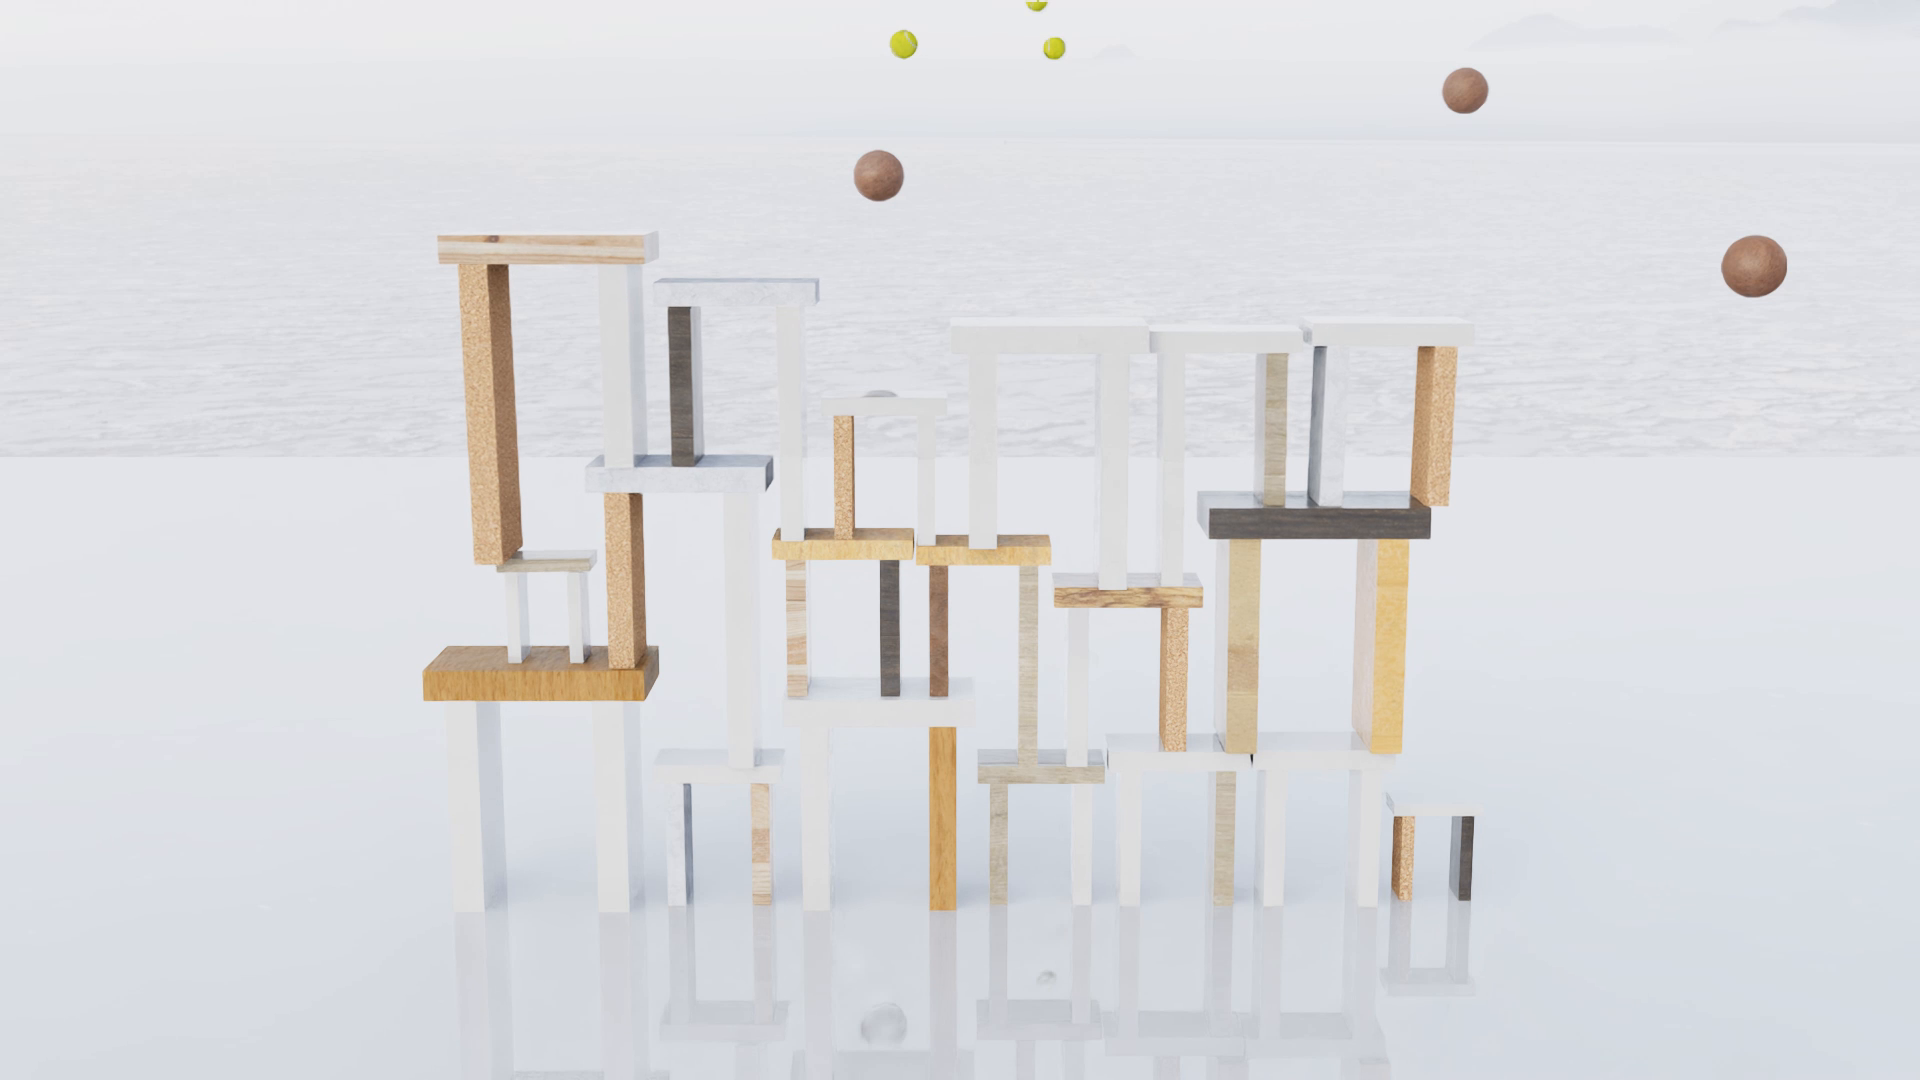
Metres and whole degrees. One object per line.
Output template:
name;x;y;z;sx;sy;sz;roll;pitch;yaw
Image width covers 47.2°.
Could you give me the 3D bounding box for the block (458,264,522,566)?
block;-0.750;-0.208;3.519;0.045;0.473;0.159;-1;11;0

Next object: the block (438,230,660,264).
block;-0.646;-0.463;3.472;0.319;0.045;0.159;0;11;0

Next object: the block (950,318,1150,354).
block;0.140;-0.326;3.497;0.310;0.044;0.155;0;11;0

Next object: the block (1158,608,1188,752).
block;0.350;0.215;3.600;0.034;0.238;0.119;0;11;0

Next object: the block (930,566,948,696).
block;-0.034;0.137;3.581;0.031;0.216;0.108;0;11;0

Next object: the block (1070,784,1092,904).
block;0.201;0.489;3.647;0.029;0.207;0.104;0;11;0

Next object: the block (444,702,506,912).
block;-0.799;0.416;3.637;0.050;0.354;0.177;0;11;0

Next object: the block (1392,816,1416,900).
block;0.737;0.518;3.657;0.021;0.146;0.073;0;11;0

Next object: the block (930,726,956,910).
block;-0.028;0.438;3.637;0.044;0.310;0.155;0;11;0

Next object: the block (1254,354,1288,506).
block;0.499;-0.185;3.532;0.034;0.242;0.121;0;10;0

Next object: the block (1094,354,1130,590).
block;0.243;-0.120;3.536;0.044;0.375;0.155;0;11;0

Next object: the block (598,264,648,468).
block;-0.536;-0.284;3.507;0.045;0.319;0.159;0;11;0

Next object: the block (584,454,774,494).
block;-0.449;-0.107;3.539;0.285;0.040;0.143;0;11;1

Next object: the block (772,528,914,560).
block;-0.188;0.006;3.559;0.225;0.032;0.113;0;11;0

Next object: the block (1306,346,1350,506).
block;0.590;-0.190;3.524;0.036;0.254;0.127;1;10;0

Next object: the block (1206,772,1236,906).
block;0.432;0.478;3.645;0.033;0.230;0.115;0;11;0

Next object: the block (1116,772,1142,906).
block;0.279;0.478;3.645;0.033;0.230;0.115;0;11;0

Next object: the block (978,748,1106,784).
block;0.132;0.373;3.625;0.207;0.029;0.103;0;11;0

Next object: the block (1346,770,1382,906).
block;0.669;0.476;3.644;0.033;0.232;0.116;0;10;0

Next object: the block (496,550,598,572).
block;-0.670;0.034;3.565;0.150;0.021;0.075;-1;11;0

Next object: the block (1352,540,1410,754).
block;0.686;0.156;3.594;0.050;0.351;0.175;0;10;0

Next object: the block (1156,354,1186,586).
block;0.338;-0.120;3.542;0.034;0.374;0.121;0;11;1

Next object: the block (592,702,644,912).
block;-0.564;0.416;3.637;0.050;0.354;0.177;0;11;0

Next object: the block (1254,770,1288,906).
block;0.514;0.476;3.644;0.033;0.232;0.116;0;10;0

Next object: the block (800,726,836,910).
block;-0.234;0.438;3.637;0.044;0.310;0.155;0;11;0

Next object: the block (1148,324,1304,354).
block;0.417;-0.321;3.505;0.242;0.034;0.121;0;11;0

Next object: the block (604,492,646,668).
block;-0.543;0.052;3.571;0.040;0.285;0.143;0;11;0

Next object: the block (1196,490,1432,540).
block;0.568;-0.041;3.558;0.351;0.050;0.175;0;10;0

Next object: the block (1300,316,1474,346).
block;0.677;-0.332;3.498;0.254;0.036;0.127;0;10;-1

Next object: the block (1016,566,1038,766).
block;0.110;0.195;3.592;0.031;0.333;0.108;0;11;0

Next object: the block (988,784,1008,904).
block;0.063;0.489;3.647;0.029;0.207;0.103;0;11;0

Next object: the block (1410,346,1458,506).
block;0.759;-0.189;3.525;0.036;0.254;0.127;1;10;0

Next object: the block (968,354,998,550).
block;0.036;-0.152;3.529;0.044;0.310;0.155;0;11;0

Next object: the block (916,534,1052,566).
block;0.038;0.016;3.559;0.216;0.031;0.108;0;11;0

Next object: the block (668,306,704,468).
block;-0.437;-0.251;3.509;0.036;0.253;0.126;0;11;1

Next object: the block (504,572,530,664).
block;-0.721;0.119;3.583;0.021;0.150;0.075;-1;11;0

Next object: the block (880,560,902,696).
block;-0.112;0.132;3.583;0.032;0.225;0.113;0;11;0

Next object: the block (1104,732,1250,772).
block;0.356;0.349;3.622;0.230;0.033;0.115;0;11;0

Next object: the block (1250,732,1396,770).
block;0.591;0.346;3.620;0.232;0.033;0.116;0;10;0

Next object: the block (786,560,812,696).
block;-0.263;0.132;3.583;0.032;0.225;0.112;0;11;0

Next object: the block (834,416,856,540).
block;-0.186;-0.108;3.539;0.028;0.199;0.099;0;11;0

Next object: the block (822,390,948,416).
block;-0.120;-0.220;3.519;0.199;0.028;0.099;0;11;0

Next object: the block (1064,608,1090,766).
block;0.190;0.228;3.603;0.034;0.264;0.119;0;11;0

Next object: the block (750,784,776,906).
block;-0.326;0.488;3.645;0.030;0.209;0.104;0;11;0

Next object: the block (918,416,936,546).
block;-0.053;-0.103;3.540;0.028;0.209;0.099;0;11;0

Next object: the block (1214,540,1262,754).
block;0.452;0.156;3.595;0.050;0.351;0.175;0;10;0

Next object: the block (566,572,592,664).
block;-0.621;0.119;3.583;0.021;0.150;0.075;-1;11;0

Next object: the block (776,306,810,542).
block;-0.267;-0.193;3.521;0.036;0.372;0.126;0;11;0

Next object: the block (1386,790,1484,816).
block;0.785;0.436;3.642;0.146;0.021;0.073;0;11;0

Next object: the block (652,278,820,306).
block;-0.352;-0.393;3.483;0.253;0.036;0.126;0;11;0

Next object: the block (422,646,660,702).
block;-0.681;0.218;3.600;0.354;0.050;0.177;0;11;0

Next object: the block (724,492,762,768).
block;-0.353;0.134;3.583;0.040;0.451;0.143;0;11;1

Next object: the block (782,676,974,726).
block;-0.131;0.265;3.605;0.310;0.044;0.155;0;11;0

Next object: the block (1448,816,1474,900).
block;0.834;0.518;3.657;0.021;0.146;0.073;0;11;0

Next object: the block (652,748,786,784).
block;-0.395;0.371;3.623;0.209;0.030;0.104;0;11;1

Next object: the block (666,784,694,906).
block;-0.465;0.488;3.646;0.030;0.209;0.104;0;11;0

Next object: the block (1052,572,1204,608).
block;0.270;0.081;3.576;0.238;0.034;0.119;0;11;0
